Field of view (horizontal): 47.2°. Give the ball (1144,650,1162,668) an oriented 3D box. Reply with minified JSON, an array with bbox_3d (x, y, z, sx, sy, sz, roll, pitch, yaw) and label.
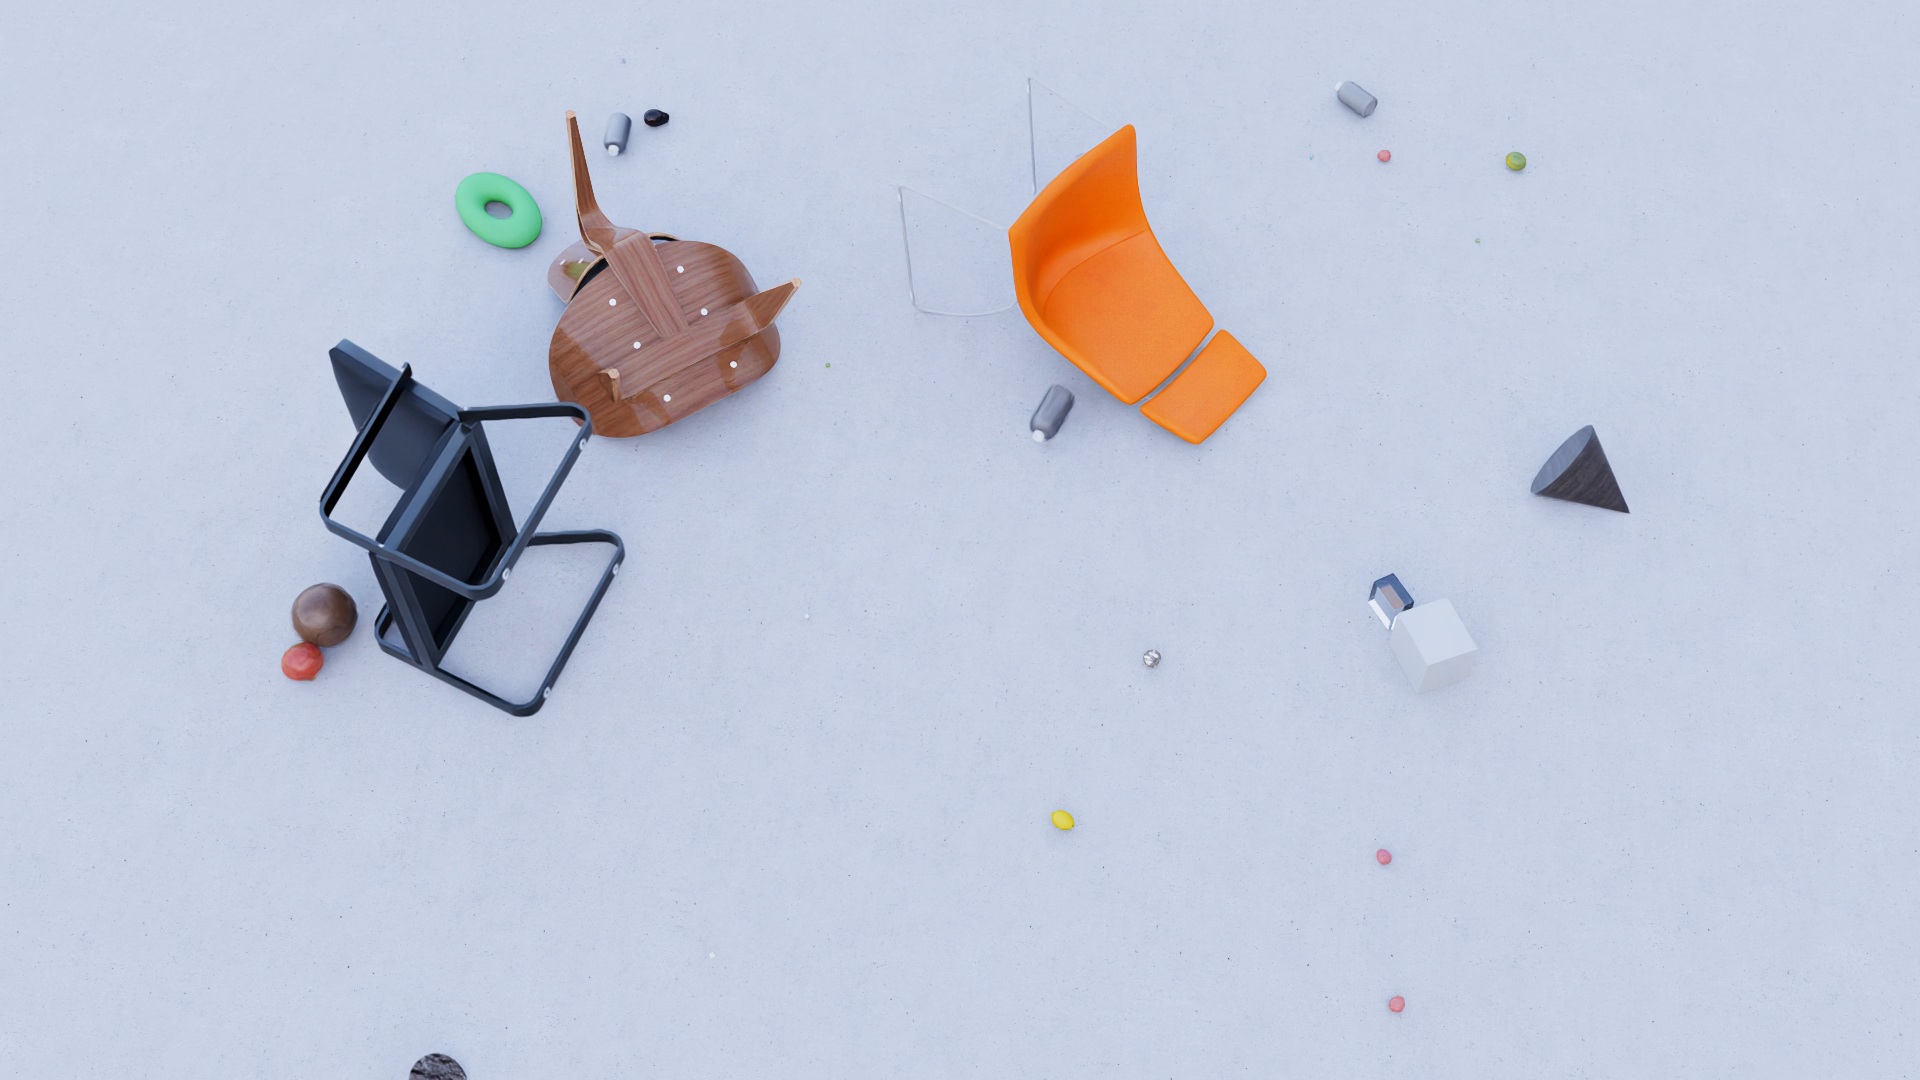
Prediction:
[{"bbox_3d":[0.552,0.340,6.315,0.052,0.052,0.052,0,56,0],"label":"ball"}]

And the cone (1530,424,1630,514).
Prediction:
[{"bbox_3d":[1.913,-0.161,6.613,0.273,0.272,0.204,37,25,-6],"label":"cone"}]

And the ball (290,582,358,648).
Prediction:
[{"bbox_3d":[-1.826,0.215,6.318,0.185,0.185,0.185,0,56,0],"label":"ball"}]

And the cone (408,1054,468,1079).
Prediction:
[{"bbox_3d":[-1.353,1.404,5.591,0.097,0.185,0.178,-25,47,37],"label":"cone"}]

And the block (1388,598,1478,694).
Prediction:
[{"bbox_3d":[1.348,0.302,6.274,0.157,0.162,0.184,-17,58,-11],"label":"block"}]

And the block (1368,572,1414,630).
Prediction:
[{"bbox_3d":[1.252,0.179,6.387,0.067,0.111,0.110,-23,59,-15],"label":"block"}]

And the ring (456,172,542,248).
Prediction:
[{"bbox_3d":[-1.522,-1.088,7.253,0.231,0.087,0.361,-38,65,-22],"label":"ring"}]
